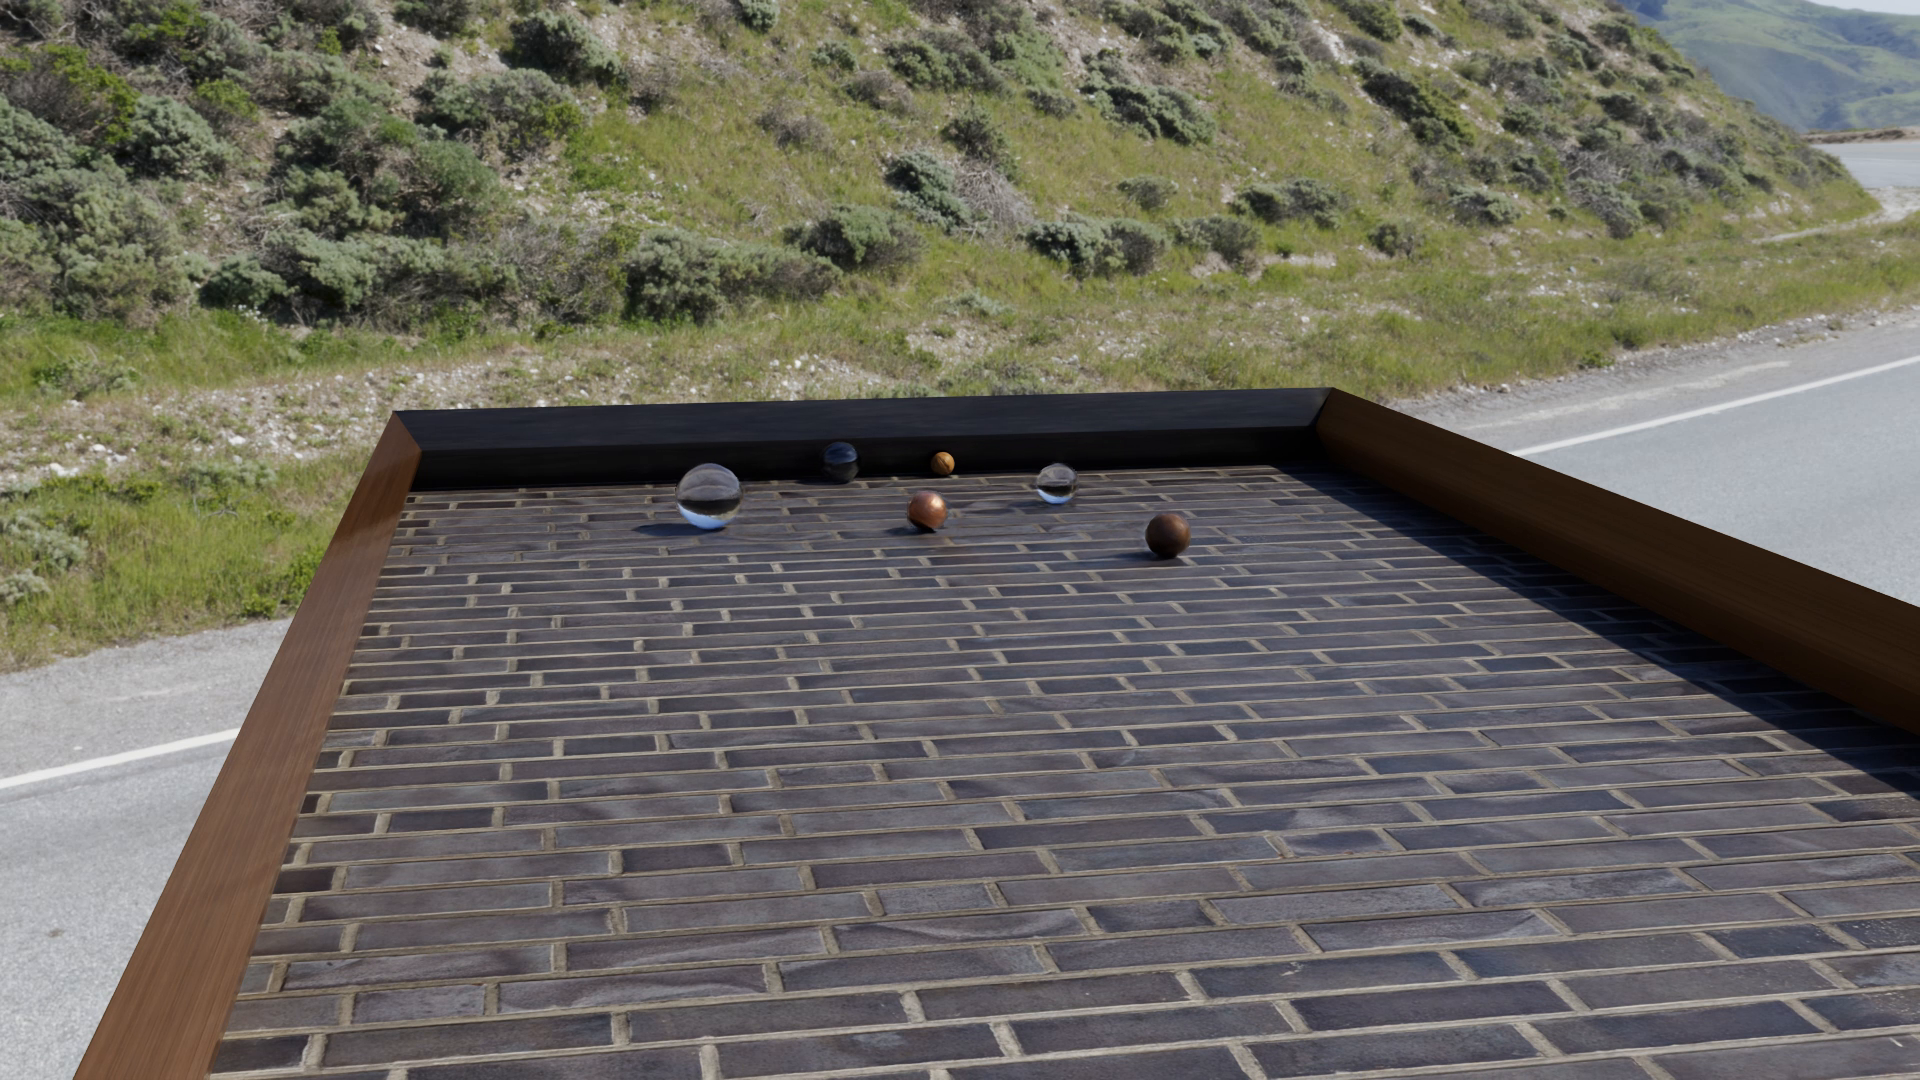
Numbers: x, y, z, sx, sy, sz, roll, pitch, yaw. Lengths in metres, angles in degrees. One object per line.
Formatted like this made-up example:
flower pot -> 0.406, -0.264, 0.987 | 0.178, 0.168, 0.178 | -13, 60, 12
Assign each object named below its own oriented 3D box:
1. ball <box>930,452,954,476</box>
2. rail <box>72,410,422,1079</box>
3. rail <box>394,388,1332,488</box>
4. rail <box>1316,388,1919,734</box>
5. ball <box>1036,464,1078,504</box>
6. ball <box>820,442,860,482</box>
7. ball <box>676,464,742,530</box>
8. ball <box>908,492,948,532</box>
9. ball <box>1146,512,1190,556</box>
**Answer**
ball -> -0.029, -0.127, 3.685 | 0.041, 0.041, 0.041 | 0, 12, 0
rail -> -0.627, 0.140, 2.153 | 0.045, 0.126, 2.926 | -2, 12, -10
rail -> -0.128, -0.170, 3.677 | 1.592, 0.126, 0.045 | -2, 12, -10
rail -> 0.892, 0.084, 2.427 | 0.045, 0.126, 2.926 | -2, 12, -10
ball -> 0.151, -0.087, 3.431 | 0.063, 0.063, 0.063 | 0, 12, 0
ball -> -0.197, -0.129, 3.625 | 0.067, 0.067, 0.067 | 0, 12, 0
ball -> -0.368, -0.063, 3.229 | 0.097, 0.097, 0.097 | 0, 12, 0
ball -> -0.047, -0.041, 3.220 | 0.057, 0.057, 0.057 | 0, 12, 0
ball -> 0.287, -0.007, 3.043 | 0.061, 0.061, 0.061 | 0, 12, 0
